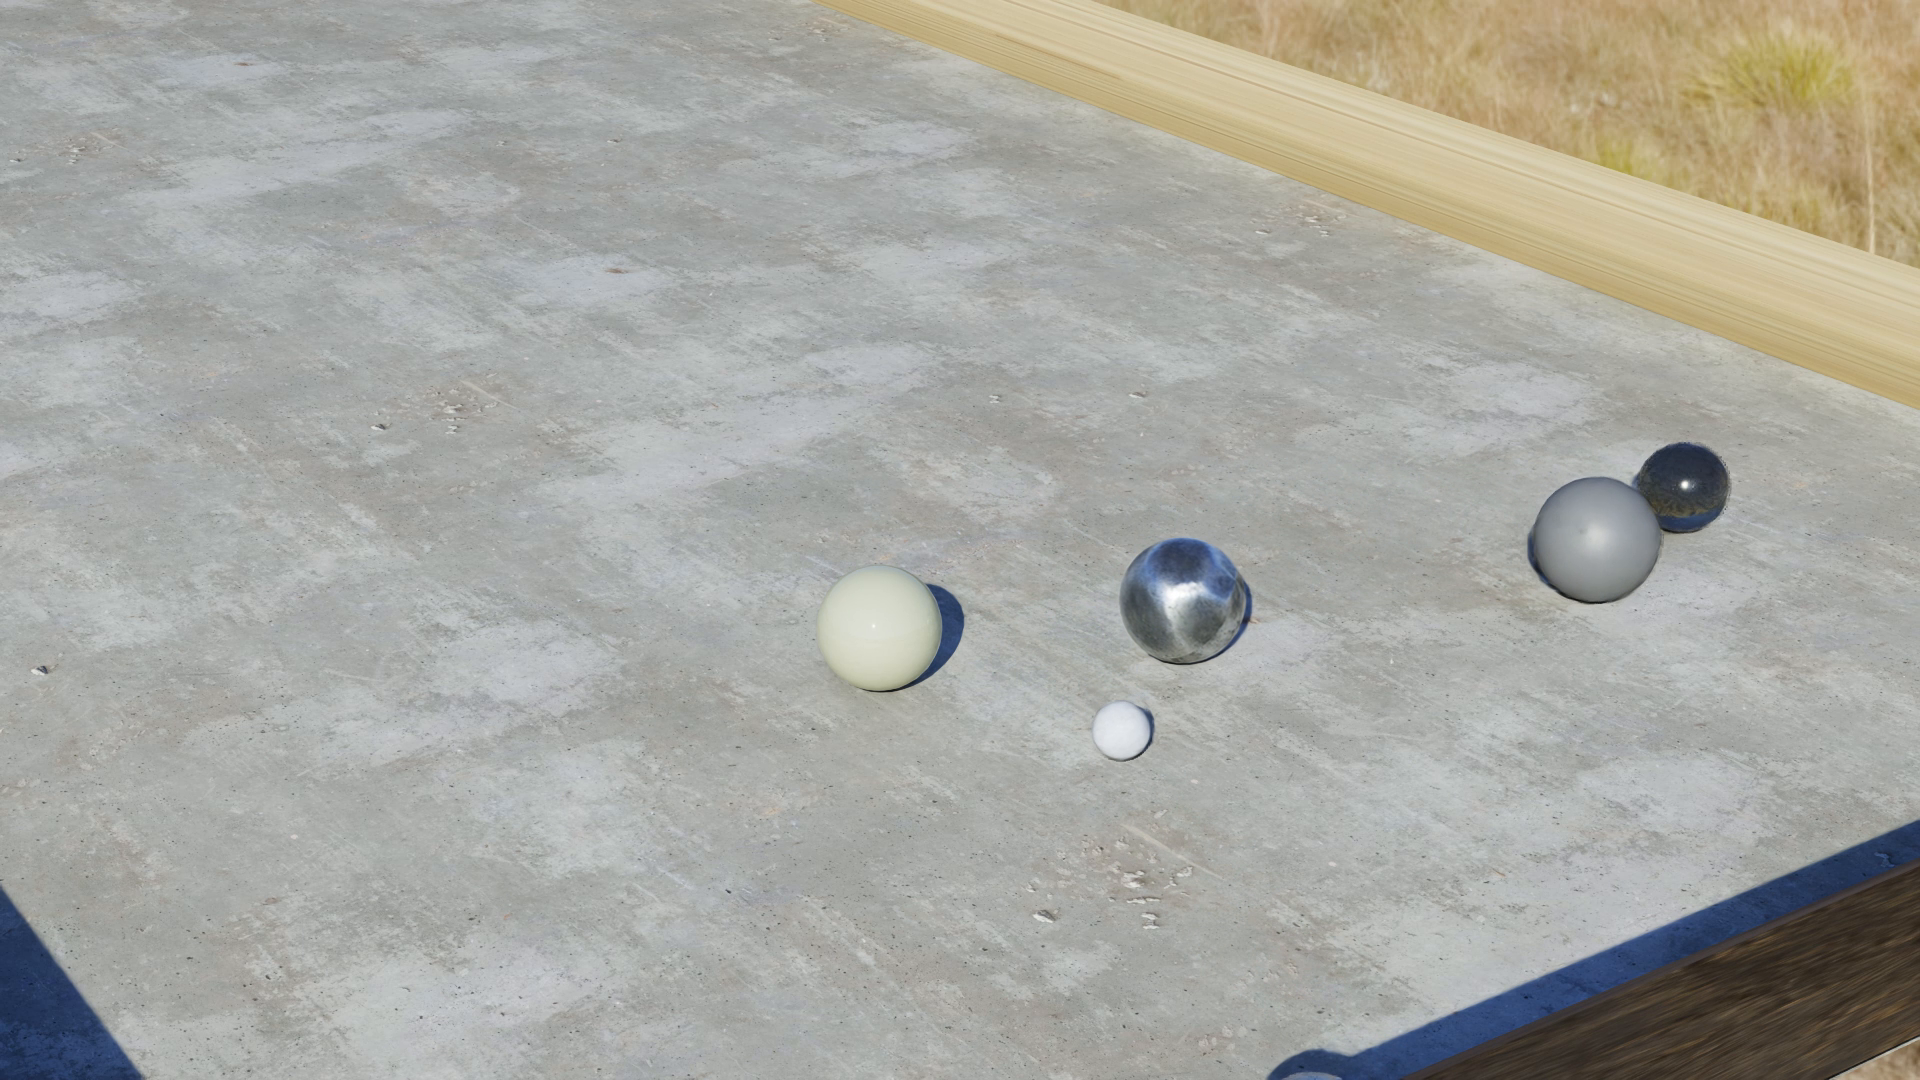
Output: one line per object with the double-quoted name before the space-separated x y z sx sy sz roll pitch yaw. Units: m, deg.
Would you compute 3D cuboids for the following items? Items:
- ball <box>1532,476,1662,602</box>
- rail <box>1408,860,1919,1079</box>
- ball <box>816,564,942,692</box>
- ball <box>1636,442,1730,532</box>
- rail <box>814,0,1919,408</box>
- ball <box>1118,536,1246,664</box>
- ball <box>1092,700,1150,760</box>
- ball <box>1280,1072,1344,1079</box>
"ball" 0.484 0.000 2.235 0.096 0.096 0.096 0 24 0
"rail" 0.454 0.246 1.635 1.842 0.124 0.045 -15 28 -31
"ball" -0.058 0.063 2.098 0.090 0.090 0.090 0 24 0
"ball" 0.580 -0.042 2.360 0.072 0.072 0.072 0 24 0
"rail" 0.275 -0.500 3.338 0.045 0.124 3.325 -15 28 -31
"ball" 0.162 0.044 2.138 0.092 0.092 0.092 0 24 0
"ball" 0.110 0.130 2.007 0.040 0.040 0.040 0 24 0
"ball" 0.184 0.316 1.537 0.076 0.076 0.076 0 24 0
